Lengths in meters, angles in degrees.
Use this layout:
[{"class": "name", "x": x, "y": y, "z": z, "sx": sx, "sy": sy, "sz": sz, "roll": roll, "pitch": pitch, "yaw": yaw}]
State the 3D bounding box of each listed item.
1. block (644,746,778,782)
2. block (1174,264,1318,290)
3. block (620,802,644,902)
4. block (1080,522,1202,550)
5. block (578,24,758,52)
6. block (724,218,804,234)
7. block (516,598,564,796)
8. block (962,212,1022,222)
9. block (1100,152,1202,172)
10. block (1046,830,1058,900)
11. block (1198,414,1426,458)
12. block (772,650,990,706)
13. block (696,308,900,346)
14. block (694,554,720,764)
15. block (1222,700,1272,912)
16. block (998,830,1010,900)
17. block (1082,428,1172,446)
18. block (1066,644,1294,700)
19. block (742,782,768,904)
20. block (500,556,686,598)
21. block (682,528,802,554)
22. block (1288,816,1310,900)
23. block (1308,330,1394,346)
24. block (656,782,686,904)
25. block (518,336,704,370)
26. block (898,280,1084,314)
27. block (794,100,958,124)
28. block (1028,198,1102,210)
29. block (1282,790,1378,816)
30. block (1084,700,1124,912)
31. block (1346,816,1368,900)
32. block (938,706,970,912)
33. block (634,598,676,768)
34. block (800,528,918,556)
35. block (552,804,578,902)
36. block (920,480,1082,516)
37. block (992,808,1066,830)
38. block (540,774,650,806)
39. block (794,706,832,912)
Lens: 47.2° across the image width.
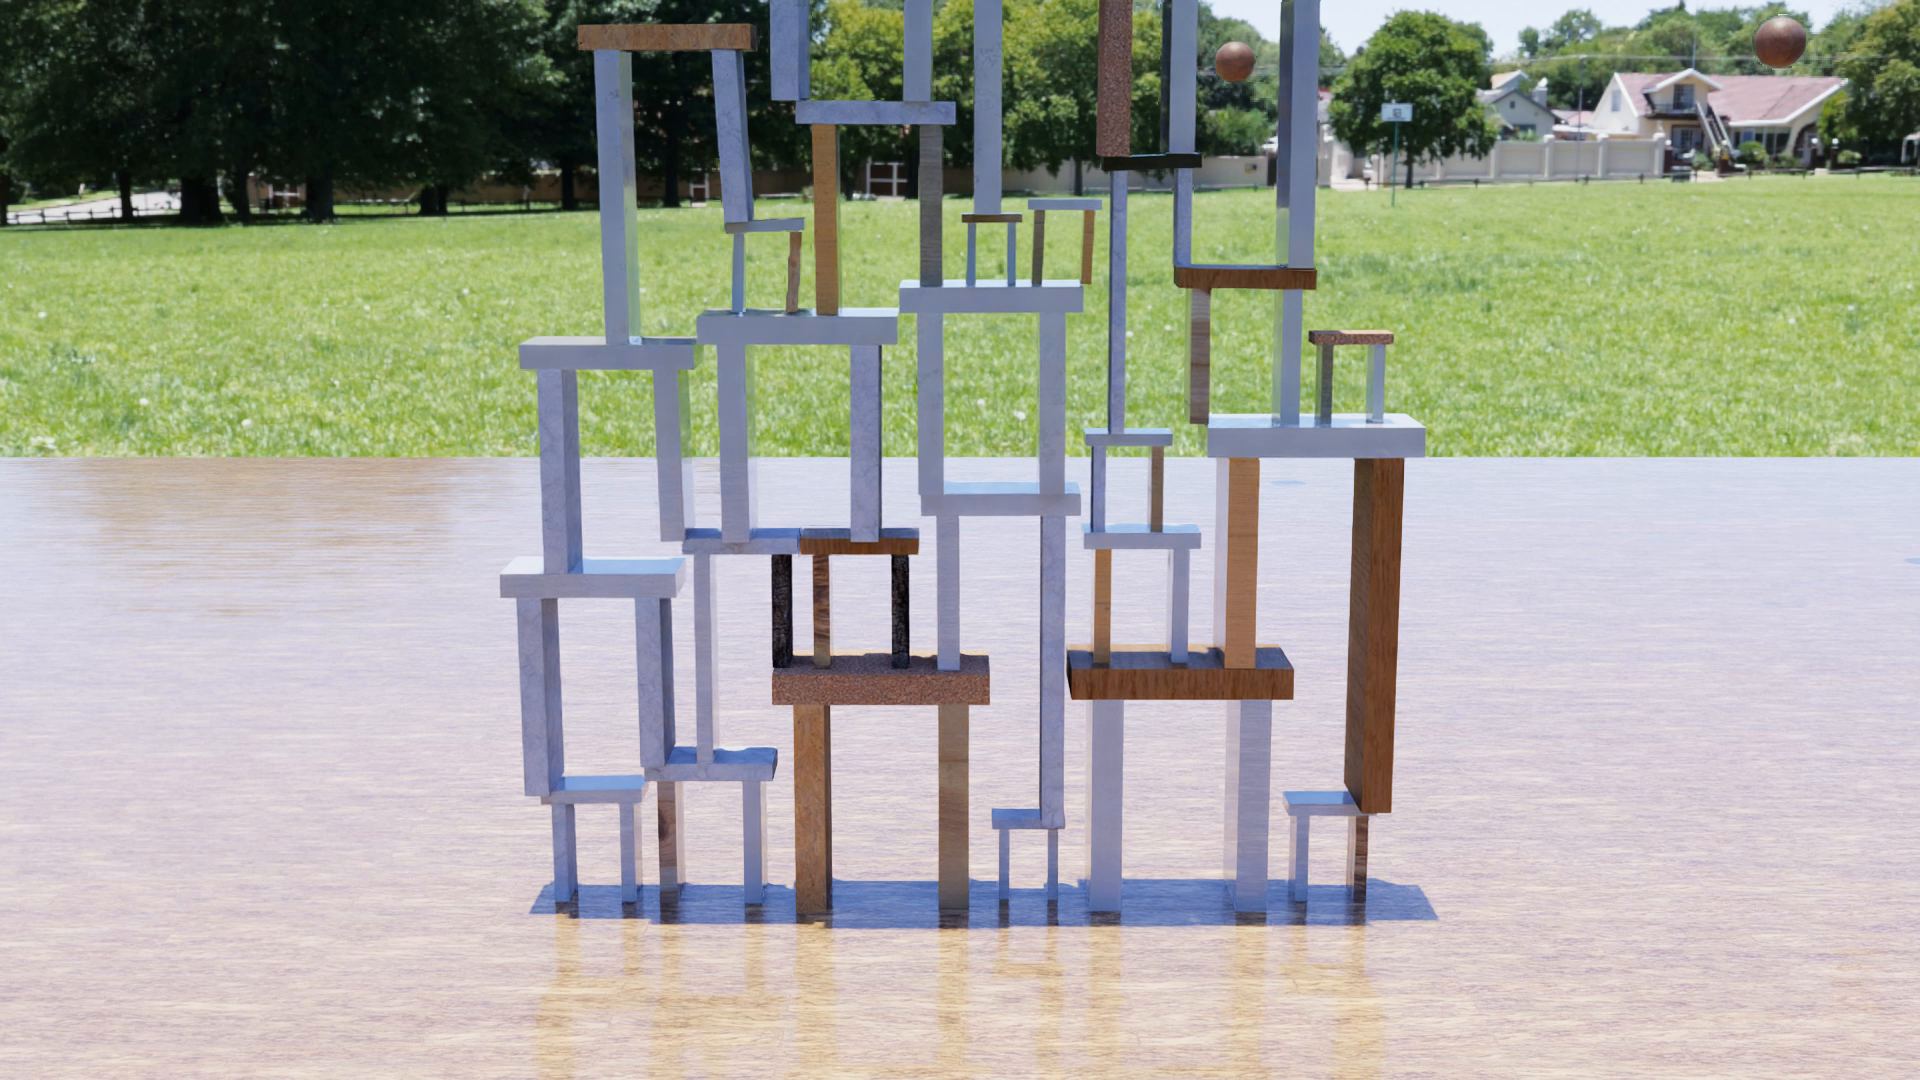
[{"class": "block", "x": -0.410, "y": 0.369, "z": 3.632, "sx": 0.209, "sy": 0.030, "sz": 0.104, "roll": 0, "pitch": 11, "yaw": 0}, {"class": "block", "x": 0.449, "y": -0.416, "z": 3.475, "sx": 0.213, "sy": 0.030, "sz": 0.107, "roll": 1, "pitch": 11, "yaw": 1}, {"class": "block", "x": -0.547, "y": 0.508, "z": 3.659, "sx": 0.023, "sy": 0.166, "sz": 0.083, "roll": 0, "pitch": 11, "yaw": 0}, {"class": "block", "x": 0.292, "y": -0.007, "z": 3.561, "sx": 0.187, "sy": 0.027, "sz": 0.094, "roll": 0, "pitch": 11, "yaw": 0}, {"class": "block", "x": -0.451, "y": -0.778, "z": 3.411, "sx": 0.262, "sy": 0.037, "sz": 0.131, "roll": -1, "pitch": 11, "yaw": -1}, {"class": "block", "x": -0.308, "y": -0.496, "z": 3.470, "sx": 0.124, "sy": 0.018, "sz": 0.062, "roll": -3, "pitch": 10, "yaw": -4}, {"class": "block", "x": -0.687, "y": 0.242, "z": 3.605, "sx": 0.040, "sy": 0.329, "sz": 0.140, "roll": 0, "pitch": 11, "yaw": 0}, {"class": "block", "x": 0.050, "y": -0.507, "z": 3.463, "sx": 0.095, "sy": 0.014, "sz": 0.048, "roll": 0, "pitch": 10, "yaw": -1}, {"class": "block", "x": 0.299, "y": -0.593, "z": 3.448, "sx": 0.152, "sy": 0.022, "sz": 0.076, "roll": -2, "pitch": 11, "yaw": 1}, {"class": "block", "x": 0.153, "y": 0.530, "z": 3.661, "sx": 0.017, "sy": 0.121, "sz": 0.060, "roll": 0, "pitch": 11, "yaw": 0}, {"class": "block", "x": 0.560, "y": -0.168, "z": 3.529, "sx": 0.340, "sy": 0.048, "sz": 0.170, "roll": 0, "pitch": 11, "yaw": 1}, {"class": "block", "x": -0.126, "y": 0.224, "z": 3.598, "sx": 0.348, "sy": 0.049, "sz": 0.174, "roll": 0, "pitch": 11, "yaw": 0}, {"class": "block", "x": -0.253, "y": -0.339, "z": 3.489, "sx": 0.311, "sy": 0.044, "sz": 0.156, "roll": 0, "pitch": 11, "yaw": 0}, {"class": "block", "x": -0.414, "y": 0.185, "z": 3.595, "sx": 0.027, "sy": 0.346, "sz": 0.094, "roll": 0, "pitch": 11, "yaw": 0}, {"class": "block", "x": 0.475, "y": 0.414, "z": 3.641, "sx": 0.050, "sy": 0.356, "sz": 0.178, "roll": 0, "pitch": 11, "yaw": 0}, {"class": "block", "x": 0.073, "y": 0.530, "z": 3.661, "sx": 0.017, "sy": 0.121, "sz": 0.060, "roll": 0, "pitch": 11, "yaw": 0}, {"class": "block", "x": 0.269, "y": -0.165, "z": 3.530, "sx": 0.139, "sy": 0.020, "sz": 0.069, "roll": 0, "pitch": 10, "yaw": 0}, {"class": "block", "x": 0.356, "y": 0.215, "z": 3.603, "sx": 0.356, "sy": 0.050, "sz": 0.178, "roll": 0, "pitch": 11, "yaw": 0}, {"class": "block", "x": -0.340, "y": 0.486, "z": 3.655, "sx": 0.030, "sy": 0.209, "sz": 0.104, "roll": 0, "pitch": 11, "yaw": 0}, {"class": "block", "x": -0.593, "y": 0.060, "z": 3.573, "sx": 0.280, "sy": 0.040, "sz": 0.140, "roll": 0, "pitch": 11, "yaw": 0}, {"class": "block", "x": -0.351, "y": 0.002, "z": 3.560, "sx": 0.187, "sy": 0.027, "sz": 0.094, "roll": 0, "pitch": 11, "yaw": -1}, {"class": "block", "x": 0.563, "y": 0.518, "z": 3.657, "sx": 0.021, "sy": 0.146, "sz": 0.073, "roll": 0, "pitch": 11, "yaw": 0}, {"class": "block", "x": 0.621, "y": -0.322, "z": 3.496, "sx": 0.124, "sy": 0.018, "sz": 0.062, "roll": 0, "pitch": 10, "yaw": -1}, {"class": "block", "x": -0.479, "y": 0.486, "z": 3.655, "sx": 0.030, "sy": 0.209, "sz": 0.104, "roll": 0, "pitch": 11, "yaw": 0}, {"class": "block", "x": -0.552, "y": -0.298, "z": 3.500, "sx": 0.273, "sy": 0.039, "sz": 0.136, "roll": 0, "pitch": 11, "yaw": 0}, {"class": "block", "x": 0.049, "y": -0.386, "z": 3.480, "sx": 0.286, "sy": 0.041, "sz": 0.143, "roll": 0, "pitch": 11, "yaw": 0}, {"class": "block", "x": -0.129, "y": -0.667, "z": 3.435, "sx": 0.247, "sy": 0.035, "sz": 0.123, "roll": 1, "pitch": 11, "yaw": 1}, {"class": "block", "x": 0.164, "y": -0.528, "z": 3.453, "sx": 0.115, "sy": 0.016, "sz": 0.058, "roll": 0, "pitch": 11, "yaw": 0}, {"class": "block", "x": 0.612, "y": 0.436, "z": 3.641, "sx": 0.146, "sy": 0.021, "sz": 0.073, "roll": 0, "pitch": 11, "yaw": 0}, {"class": "block", "x": 0.238, "y": 0.414, "z": 3.640, "sx": 0.050, "sy": 0.355, "sz": 0.178, "roll": 0, "pitch": 11, "yaw": 0}, {"class": "block", "x": 0.661, "y": 0.518, "z": 3.657, "sx": 0.021, "sy": 0.146, "sz": 0.073, "roll": 0, "pitch": 11, "yaw": 0}, {"class": "block", "x": -0.010, "y": 0.419, "z": 3.634, "sx": 0.049, "sy": 0.348, "sz": 0.174, "roll": 0, "pitch": 11, "yaw": 0}, {"class": "block", "x": -0.498, "y": 0.217, "z": 3.602, "sx": 0.040, "sy": 0.280, "sz": 0.140, "roll": 0, "pitch": 11, "yaw": 0}, {"class": "block", "x": -0.161, "y": 0.002, "z": 3.553, "sx": 0.188, "sy": 0.027, "sz": 0.094, "roll": 0, "pitch": 11, "yaw": -1}, {"class": "block", "x": -0.658, "y": 0.508, "z": 3.658, "sx": 0.023, "sy": 0.166, "sz": 0.083, "roll": 0, "pitch": 11, "yaw": 0}, {"class": "block", "x": 0.065, "y": -0.068, "z": 3.544, "sx": 0.254, "sy": 0.036, "sz": 0.127, "roll": 0, "pitch": 11, "yaw": 0}, {"class": "block", "x": 0.113, "y": 0.462, "z": 3.648, "sx": 0.121, "sy": 0.017, "sz": 0.060, "roll": 0, "pitch": 11, "yaw": 0}, {"class": "block", "x": -0.604, "y": 0.413, "z": 3.639, "sx": 0.166, "sy": 0.023, "sz": 0.083, "roll": -1, "pitch": 10, "yaw": 0}, {"class": "block", "x": -0.242, "y": 0.419, "z": 3.634, "sx": 0.049, "sy": 0.348, "sz": 0.174, "roll": 0, "pitch": 11, "yaw": 0}]
